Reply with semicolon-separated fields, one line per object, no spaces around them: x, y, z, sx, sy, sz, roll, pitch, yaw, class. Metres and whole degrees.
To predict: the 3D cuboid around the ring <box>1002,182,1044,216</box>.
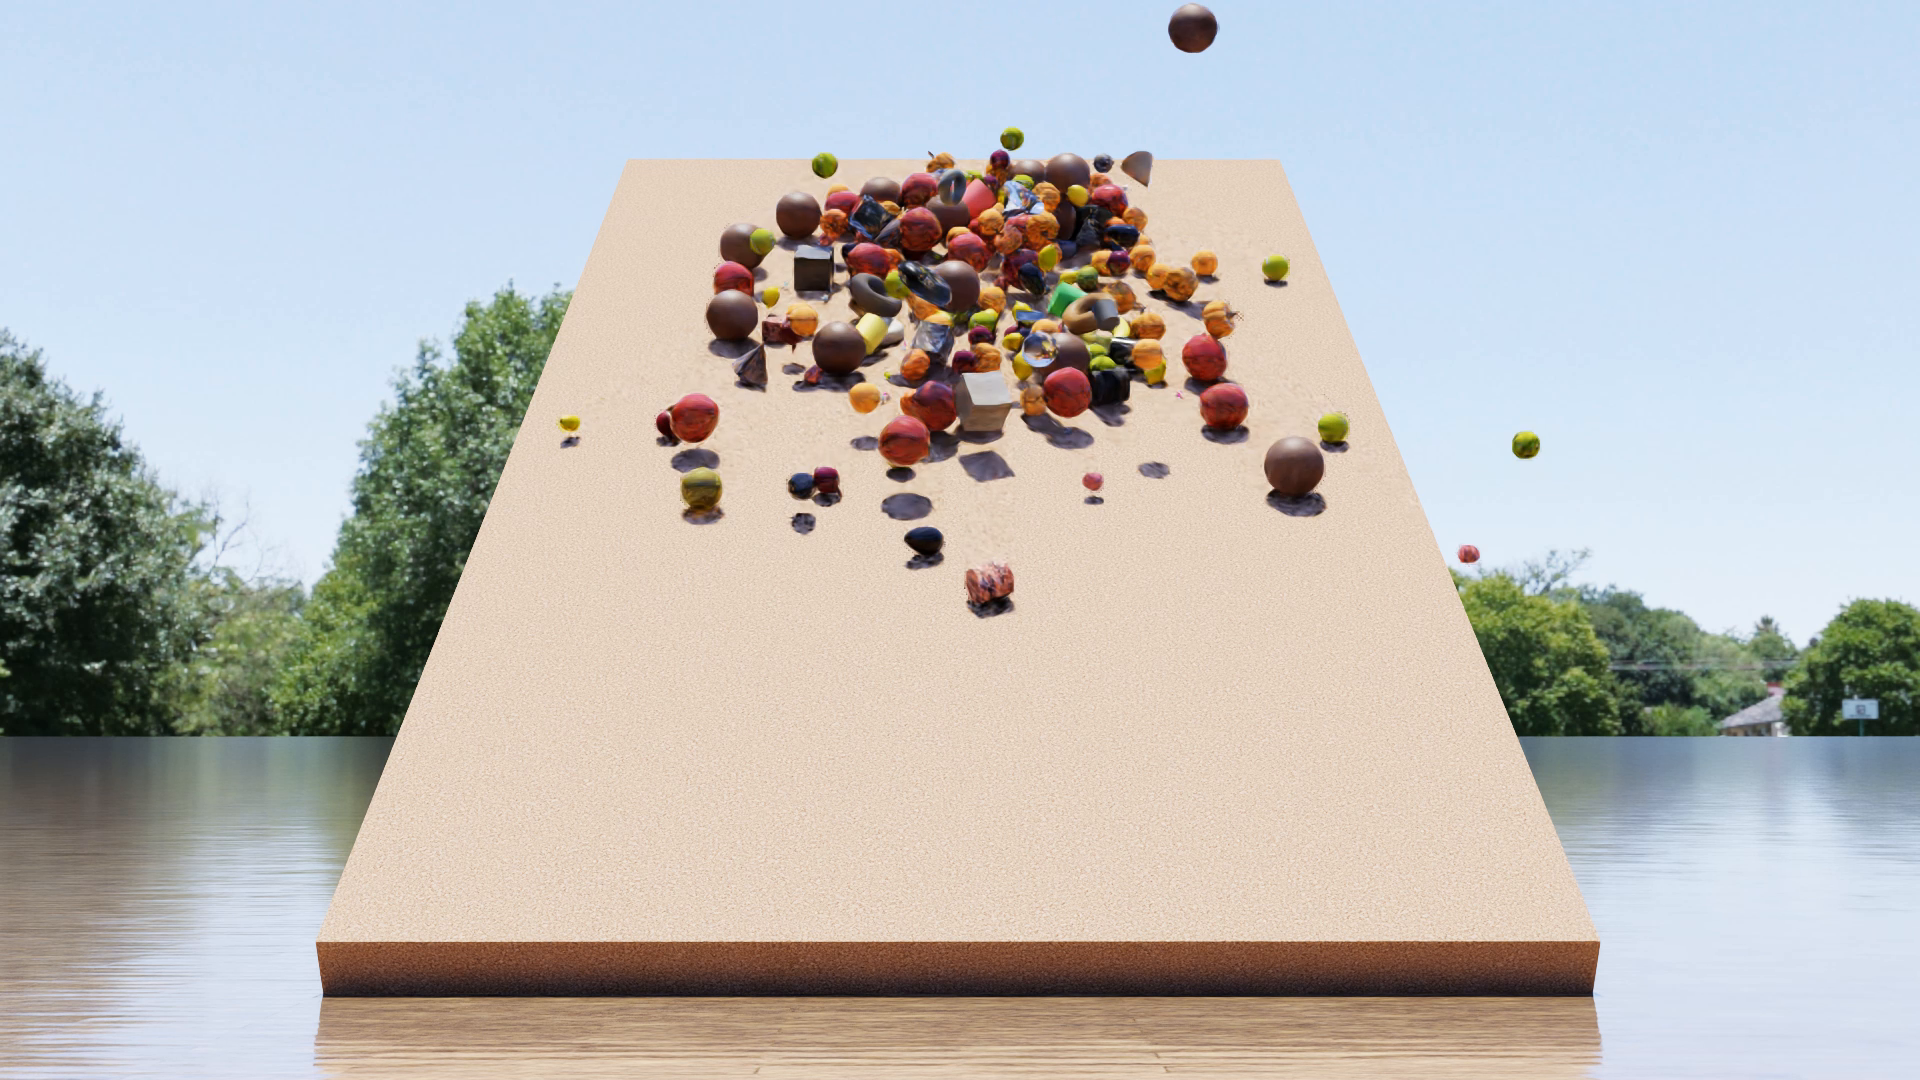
0.166;-0.894;6.187;0.124;0.041;0.124;33;15;-10;ring

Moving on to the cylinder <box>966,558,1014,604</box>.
0.059;0.082;4.674;0.072;0.072;0.072;-17;2;-22;cylinder

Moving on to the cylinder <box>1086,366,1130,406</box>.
0.348;-0.361;5.553;0.080;0.080;0.080;-12;-1;-18;cylinder

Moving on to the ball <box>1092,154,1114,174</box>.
0.396;-1.041;6.540;0.056;0.056;0.056;0;-5;0;ball

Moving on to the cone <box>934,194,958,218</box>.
-0.045;-0.939;6.733;0.083;0.083;0.083;1;-17;-15;cone

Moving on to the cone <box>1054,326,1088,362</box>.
0.262;-0.488;5.783;0.085;0.085;0.085;-12;18;4;cone

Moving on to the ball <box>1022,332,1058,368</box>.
0.185;-0.441;5.480;0.085;0.085;0.085;0;-5;0;ball

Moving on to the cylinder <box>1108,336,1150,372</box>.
0.410;-0.451;5.739;0.077;0.077;0.077;10;-1;19;cylinder

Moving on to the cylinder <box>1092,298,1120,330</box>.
0.341;-0.526;5.519;0.053;0.053;0.053;-13;-27;-7;cylinder

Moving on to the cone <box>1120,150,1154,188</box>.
0.508;-1.015;6.586;0.096;0.096;0.096;-15;-29;-8;cone

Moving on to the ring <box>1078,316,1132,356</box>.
0.357;-0.511;5.853;0.138;0.138;0.046;1;-40;-10;ring

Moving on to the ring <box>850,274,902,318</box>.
-0.214;-0.619;5.983;0.149;0.149;0.050;5;-51;-47;ring

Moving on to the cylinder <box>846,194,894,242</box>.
-0.246;-0.878;6.441;0.091;0.091;0.091;37;-16;-14;cylinder

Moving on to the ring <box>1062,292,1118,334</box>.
0.318;-0.557;5.807;0.146;0.049;0.146;-22;28;12;ring

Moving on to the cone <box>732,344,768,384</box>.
-0.485;-0.438;5.659;0.092;0.092;0.092;3;-48;-34;cone

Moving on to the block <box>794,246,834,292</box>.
-0.384;-0.717;6.249;0.093;0.093;0.093;2;27;4;block

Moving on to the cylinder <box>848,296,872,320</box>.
-0.246;-0.594;6.025;0.055;0.055;0.055;46;18;25;cylinder

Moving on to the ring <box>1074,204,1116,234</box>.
0.375;-0.892;6.591;0.122;0.041;0.122;15;-19;5;ring

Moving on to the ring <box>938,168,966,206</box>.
-0.020;-0.901;6.040;0.032;0.097;0.097;15;5;34;ring

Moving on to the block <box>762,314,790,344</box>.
-0.459;-0.529;5.917;0.054;0.054;0.054;8;28;15;block

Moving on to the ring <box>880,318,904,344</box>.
-0.198;-0.525;5.928;0.118;0.039;0.118;1;28;-1;ring

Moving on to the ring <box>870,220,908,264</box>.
-0.191;-0.805;6.382;0.047;0.141;0.141;39;0;7;ring

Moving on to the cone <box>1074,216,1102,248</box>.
0.351;-0.855;6.532;0.079;0.079;0.079;-4;18;1;cone

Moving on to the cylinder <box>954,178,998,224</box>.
0.040;-0.929;6.496;0.089;0.089;0.089;-44;3;-10;cylinder

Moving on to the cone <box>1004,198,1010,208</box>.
0.145;-0.966;6.737;0.078;0.078;0.078;4;-47;-41;cone

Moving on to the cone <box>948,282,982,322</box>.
0.012;-0.617;6.055;0.090;0.090;0.090;0;27;0;cone

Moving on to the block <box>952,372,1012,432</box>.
0.050;-0.309;5.274;0.092;0.092;0.092;-5;-35;-21;block

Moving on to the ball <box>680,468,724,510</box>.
-0.549;-0.109;5.039;0.091;0.091;0.091;0;-5;0;ball

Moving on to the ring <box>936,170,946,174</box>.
-0.033;-1.048;6.917;0.108;0.036;0.108;16;-16;5;ring

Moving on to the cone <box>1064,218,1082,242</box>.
0.333;-0.861;6.607;0.065;0.065;0.065;-3;-3;30;cone

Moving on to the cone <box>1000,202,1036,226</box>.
0.163;-0.948;6.631;0.100;0.100;0.100;0;-21;0;cone

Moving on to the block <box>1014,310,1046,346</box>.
0.175;-0.527;5.901;0.068;0.068;0.068;-2;27;-4;block

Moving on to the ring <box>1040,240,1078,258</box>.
0.271;-0.797;6.474;0.103;0.034;0.103;1;19;0;ring

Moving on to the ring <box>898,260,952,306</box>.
-0.079;-0.586;5.391;0.143;0.048;0.143;34;16;-11;ring

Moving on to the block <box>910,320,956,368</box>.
-0.066;-0.476;5.741;0.076;0.076;0.076;15;-20;17;block

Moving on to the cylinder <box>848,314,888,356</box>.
-0.226;-0.507;5.828;0.073;0.073;0.073;24;-34;17;cylinder

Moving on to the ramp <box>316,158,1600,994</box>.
-0.010;-0.227;5.490;2.000;0.100;4.000;0;27;0;ramp

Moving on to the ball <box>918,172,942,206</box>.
-0.075;-1.014;6.842;0.095;0.095;0.095;0;-5;0;ball

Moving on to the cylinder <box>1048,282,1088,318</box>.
0.278;-0.597;5.990;0.086;0.086;0.086;25;-9;-8;cylinder
